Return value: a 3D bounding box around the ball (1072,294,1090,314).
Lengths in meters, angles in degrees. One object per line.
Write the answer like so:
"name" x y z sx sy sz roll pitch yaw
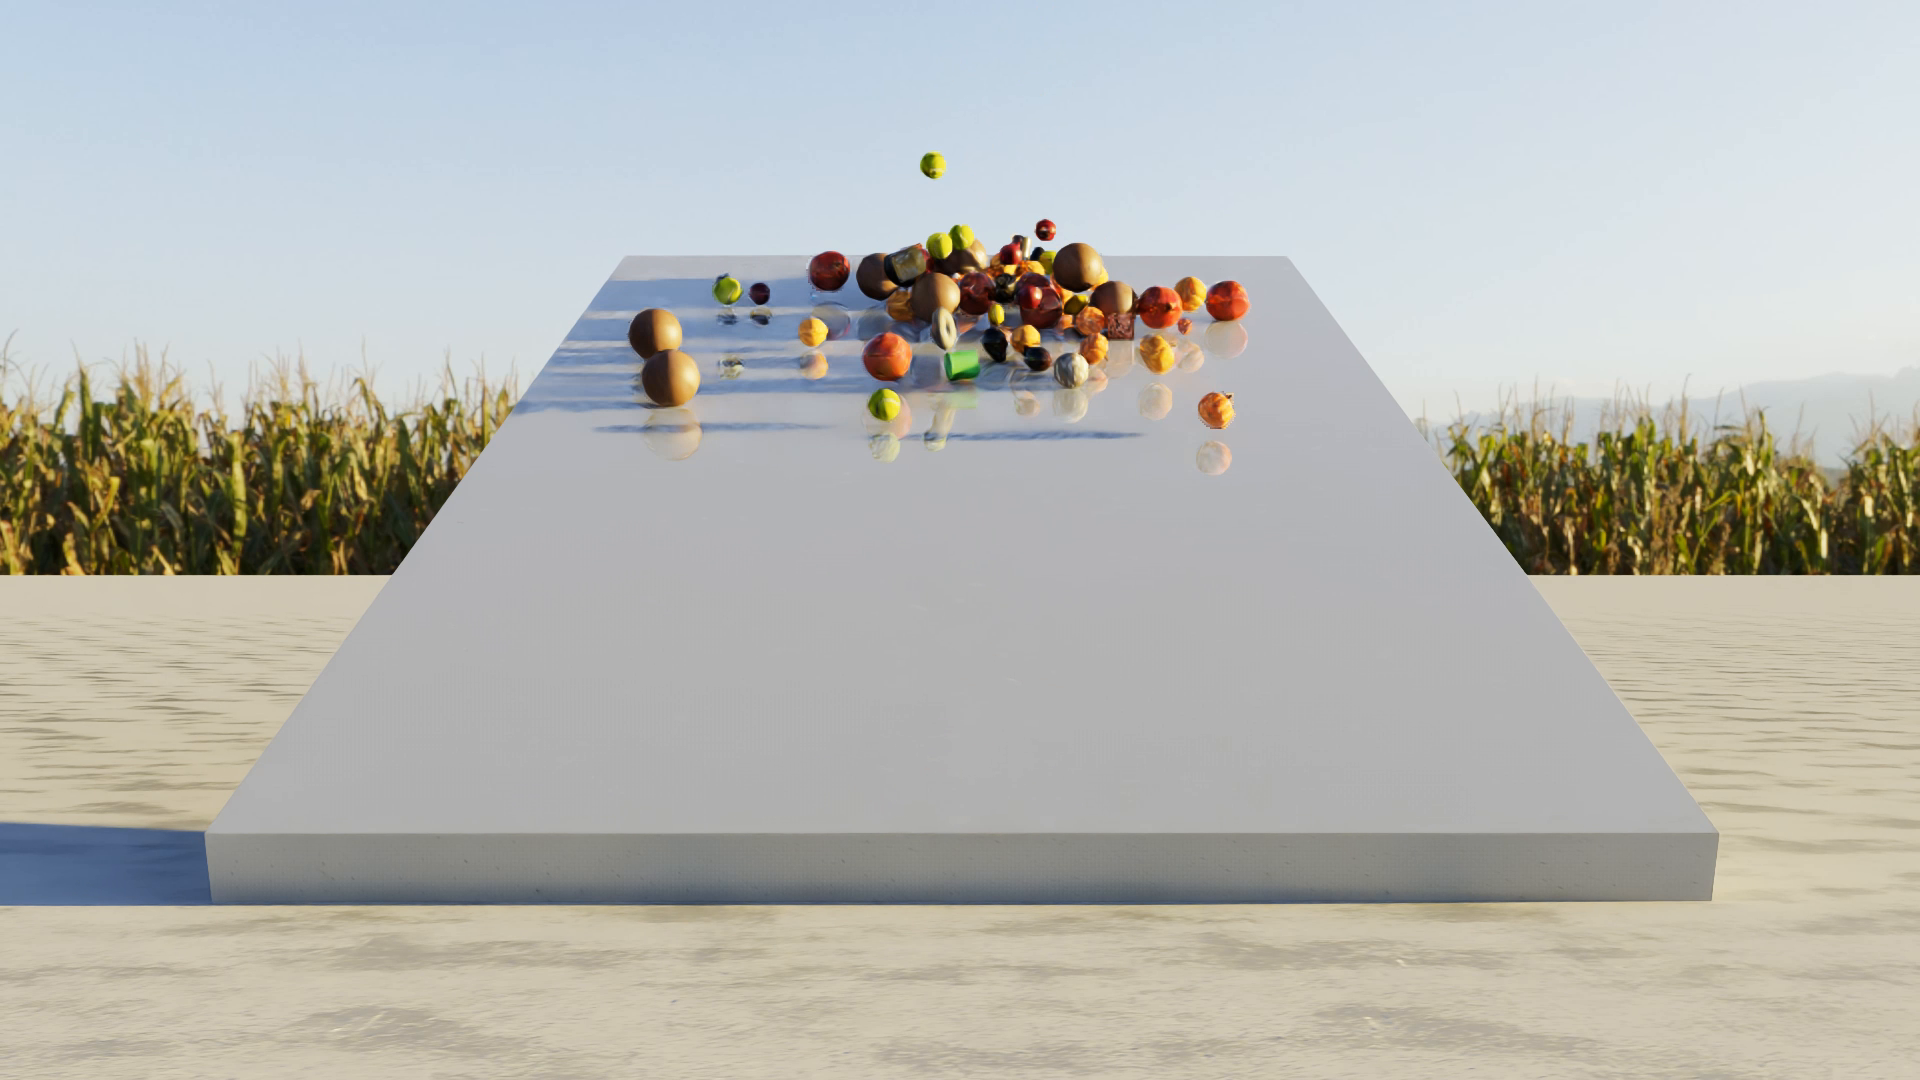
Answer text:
"ball" 0.323 -0.628 5.972 0.052 0.052 0.052 0 -1 0

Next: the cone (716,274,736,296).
"cone" -0.626 -0.696 6.102 0.060 0.060 0.060 1 6 -40

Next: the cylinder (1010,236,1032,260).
"cylinder" 0.168 -0.806 6.189 0.057 0.057 0.057 8 -6 1

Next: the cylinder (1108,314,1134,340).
"cylinder" 0.409 -0.542 5.687 0.066 0.066 0.066 2 -1 6

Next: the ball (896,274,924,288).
"ball" -0.140 -0.708 5.865 0.096 0.096 0.096 0 -1 0

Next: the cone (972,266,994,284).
"cone" 0.057 -0.736 6.330 0.058 0.058 0.058 -25 1 -4

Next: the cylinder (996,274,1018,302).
"cylinder" 0.120 -0.651 5.790 0.055 0.055 0.055 -2 39 2

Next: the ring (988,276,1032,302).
"ring" 0.136 -0.684 6.114 0.127 0.042 0.127 -19 10 3

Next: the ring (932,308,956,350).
"ring" -0.039 -0.501 5.312 0.034 0.101 0.101 -8 -3 19

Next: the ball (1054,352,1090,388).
"ball" 0.259 -0.395 5.209 0.083 0.083 0.083 0 -1 0

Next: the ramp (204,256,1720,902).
"ramp" -0.004 -0.188 4.871 2.000 0.100 4.000 0 18 0
